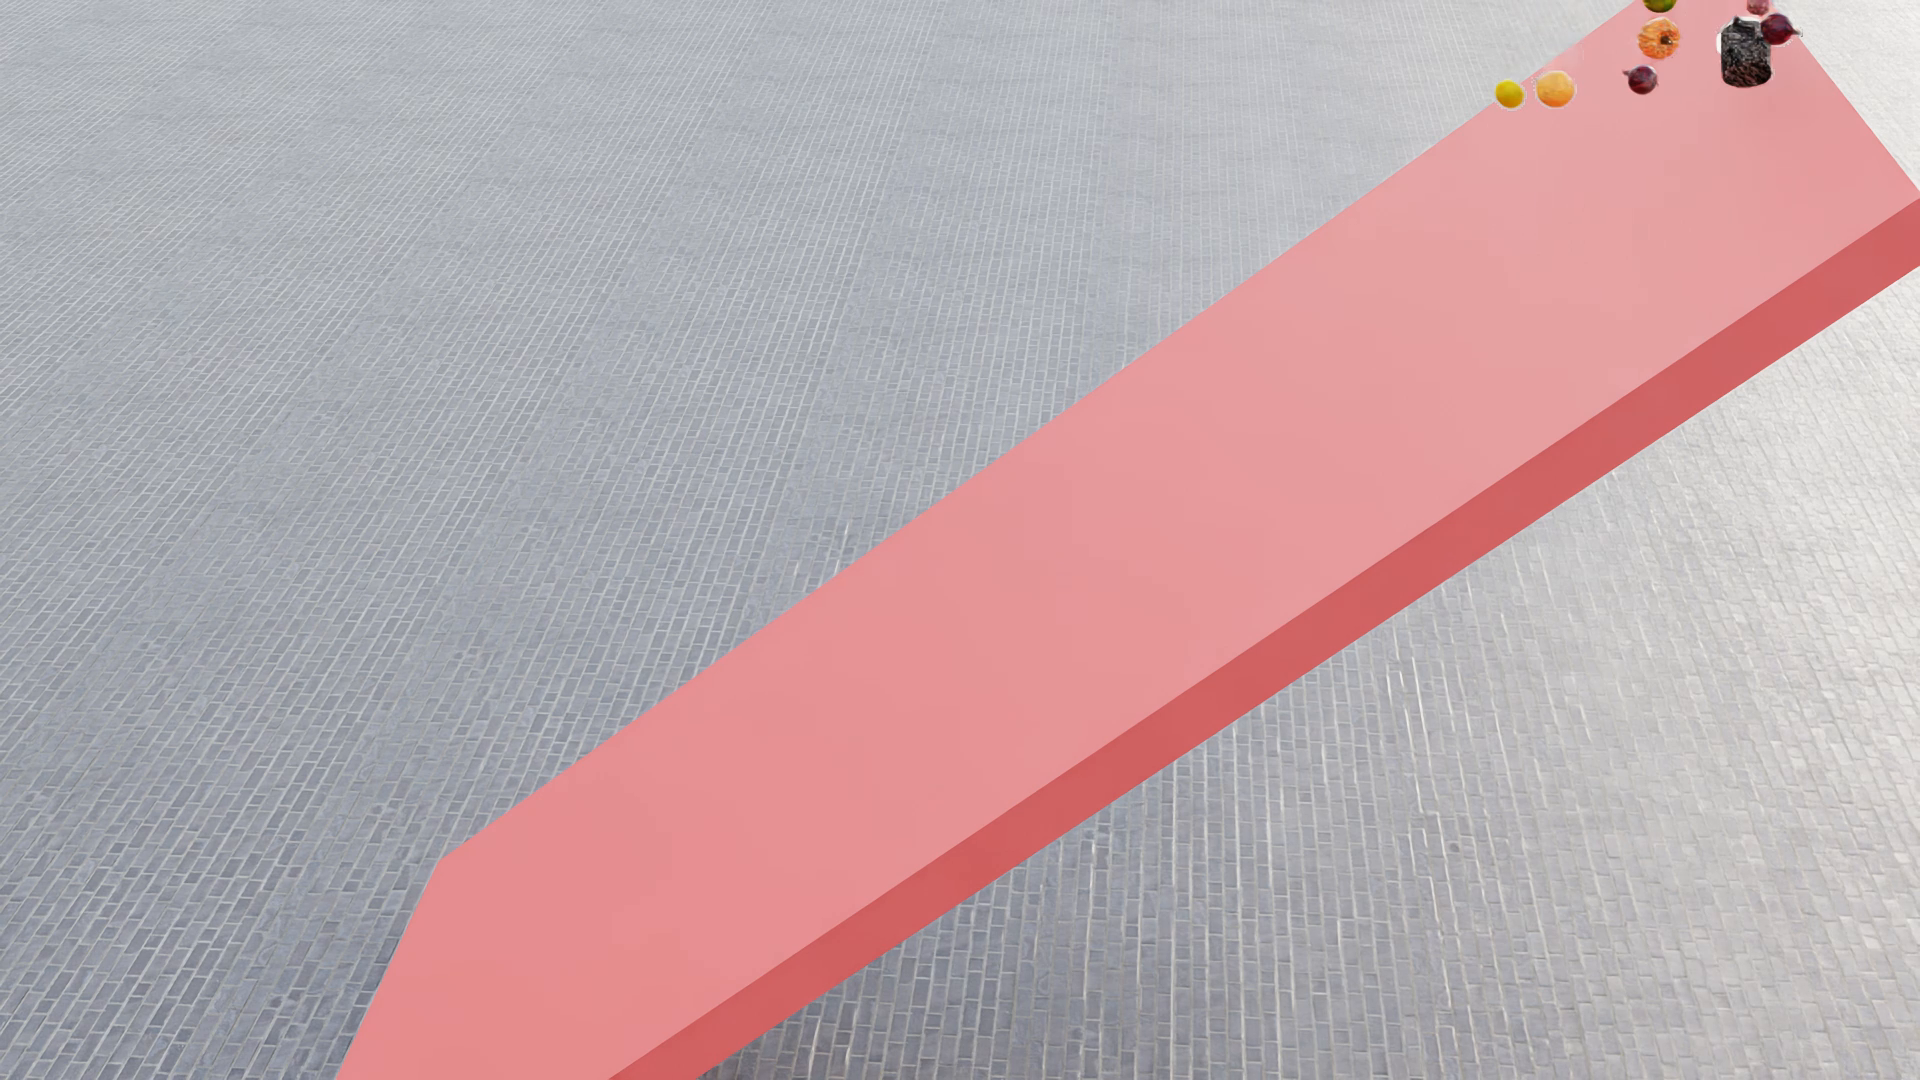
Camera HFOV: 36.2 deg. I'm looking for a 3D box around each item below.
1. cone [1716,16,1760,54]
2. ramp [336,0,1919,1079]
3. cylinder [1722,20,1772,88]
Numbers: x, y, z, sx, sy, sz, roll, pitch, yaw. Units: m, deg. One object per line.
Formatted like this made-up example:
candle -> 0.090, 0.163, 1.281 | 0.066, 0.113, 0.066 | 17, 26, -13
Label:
cone -> 1.518, -0.999, 5.730 | 0.100, 0.100, 0.100 | 12, -14, 25
ramp -> 0.123, 0.183, 6.335 | 4.000, 0.100, 2.000 | -35, 16, 18
cylinder -> 1.504, -0.929, 5.624 | 0.092, 0.092, 0.092 | 4, -21, 2
